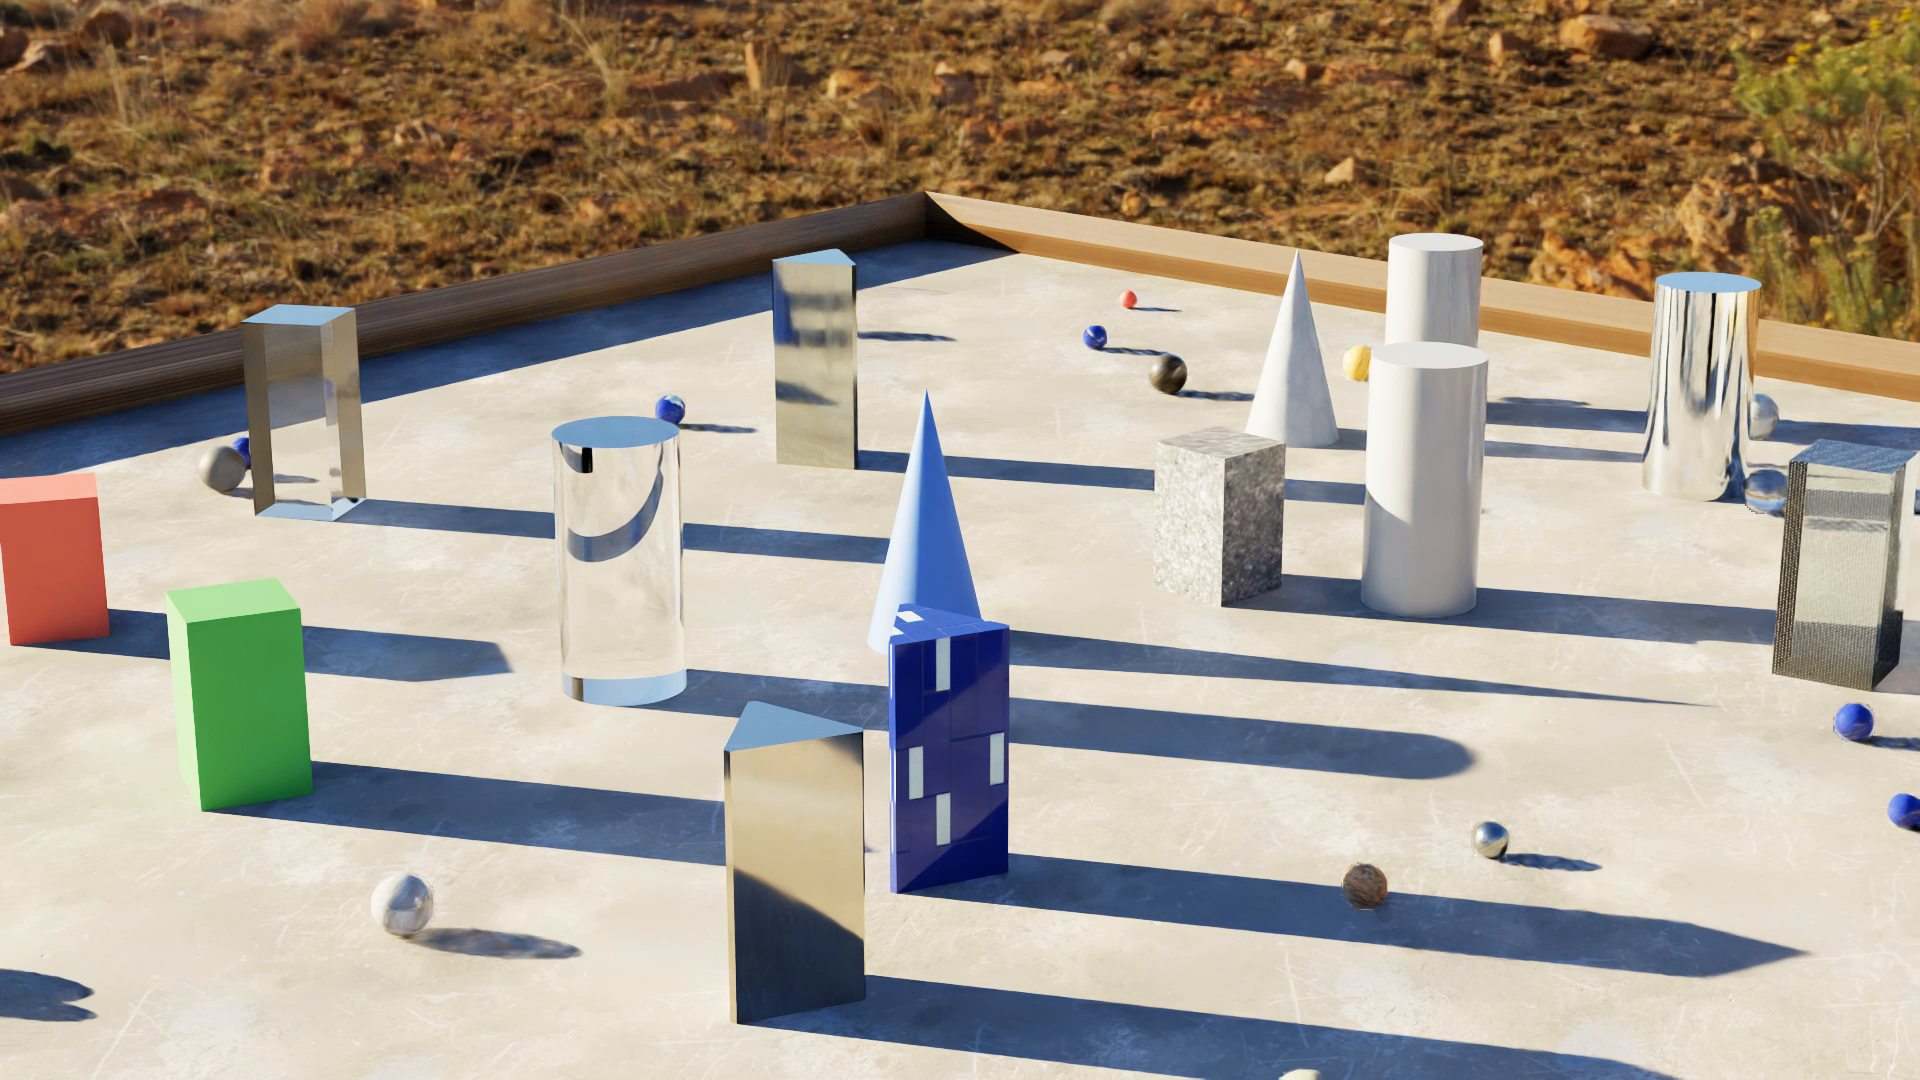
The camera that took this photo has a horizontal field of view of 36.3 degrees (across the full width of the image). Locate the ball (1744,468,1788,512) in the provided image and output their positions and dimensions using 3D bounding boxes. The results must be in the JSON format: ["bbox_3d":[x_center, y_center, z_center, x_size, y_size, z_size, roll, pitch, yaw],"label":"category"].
[{"bbox_3d":[1.546,-0.096,5.616,0.087,0.087,0.087,0,17,0],"label":"ball"}]

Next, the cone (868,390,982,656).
[{"bbox_3d":[-0.055,-0.041,4.837,0.200,0.436,0.200,0,17,0],"label":"cone"}]

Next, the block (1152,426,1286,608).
[{"bbox_3d":[0.454,-0.043,5.140,0.160,0.265,0.160,-15,22,-41],"label":"block"}]

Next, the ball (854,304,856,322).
[{"bbox_3d":[-0.300,-0.551,7.112,0.100,0.100,0.100,0,17,0],"label":"ball"}]

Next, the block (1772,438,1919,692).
[{"bbox_3d":[1.421,0.038,4.709,0.160,0.358,0.160,10,20,31],"label":"block"}]

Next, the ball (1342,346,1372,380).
[{"bbox_3d":[0.908,-0.402,6.654,0.079,0.079,0.079,0,17,0],"label":"ball"}]

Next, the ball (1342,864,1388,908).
[{"bbox_3d":[0.532,0.454,3.847,0.059,0.059,0.059,0,17,0],"label":"ball"}]

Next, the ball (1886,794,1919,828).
[{"bbox_3d":[1.325,0.380,4.111,0.049,0.049,0.049,0,17,0],"label":"ball"}]

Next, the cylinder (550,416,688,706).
[{"bbox_3d":[-0.536,0.031,4.628,0.200,0.418,0.200,0,17,0],"label":"cylinder"}]

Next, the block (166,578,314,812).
[{"bbox_3d":[-1.041,0.221,4.233,0.160,0.283,0.160,-8,18,-24],"label":"block"}]

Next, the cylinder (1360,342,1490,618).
[{"bbox_3d":[0.799,-0.105,5.047,0.200,0.438,0.200,0,17,0],"label":"cylinder"}]

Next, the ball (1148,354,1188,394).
[{"bbox_3d":[0.465,-0.371,6.535,0.089,0.089,0.089,0,17,0],"label":"ball"}]

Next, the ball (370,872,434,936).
[{"bbox_3d":[-0.715,0.468,3.762,0.081,0.081,0.081,0,17,0],"label":"ball"}]

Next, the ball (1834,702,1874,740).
[{"bbox_3d":[1.355,0.275,4.442,0.058,0.058,0.058,0,17,0],"label":"ball"}]

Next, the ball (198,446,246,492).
[{"bbox_3d":[-1.450,-0.140,5.763,0.092,0.092,0.092,0,17,0],"label":"ball"}]

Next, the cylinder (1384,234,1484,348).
[{"bbox_3d":[1.023,-0.463,6.353,0.200,0.370,0.200,0,17,0],"label":"cylinder"}]

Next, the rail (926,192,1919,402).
[{"bbox_3d":[1.579,-0.492,6.861,4.485,0.130,0.045,14,22,39],"label":"rail"}]

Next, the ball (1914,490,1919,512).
[{"bbox_3d":[1.828,-0.076,5.627,0.047,0.047,0.047,0,17,0],"label":"ball"}]

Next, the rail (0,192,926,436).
[{"bbox_3d":[-1.676,-0.387,6.513,0.045,0.130,4.865,14,22,39],"label":"rail"}]

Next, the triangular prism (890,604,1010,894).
[{"bbox_3d":[-0.044,0.272,3.948,0.173,0.349,0.150,-8,18,-25],"label":"triangular prism"}]

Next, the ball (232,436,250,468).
[{"bbox_3d":[-1.446,-0.179,5.943,0.063,0.063,0.063,0,17,0],"label":"ball"}]

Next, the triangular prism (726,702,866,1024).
[{"bbox_3d":[-0.224,0.384,3.574,0.173,0.350,0.150,-7,18,-23],"label":"triangular prism"}]

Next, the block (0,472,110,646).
[{"bbox_3d":[-1.526,0.030,4.935,0.160,0.244,0.160,-5,18,-17],"label":"block"}]

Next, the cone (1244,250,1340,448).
[{"bbox_3d":[0.700,-0.413,6.130,0.200,0.403,0.200,0,17,0],"label":"cone"}]

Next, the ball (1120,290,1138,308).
[{"bbox_3d":[0.424,-0.607,7.394,0.045,0.045,0.045,0,17,0],"label":"ball"}]

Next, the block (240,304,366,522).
[{"bbox_3d":[-1.254,-0.245,5.612,0.160,0.380,0.160,4,17,12],"label":"block"}]

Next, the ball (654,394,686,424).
[{"bbox_3d":[-0.618,-0.277,6.261,0.067,0.067,0.067,0,17,0],"label":"ball"}]

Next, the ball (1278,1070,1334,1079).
[{"bbox_3d":[0.380,0.627,3.209,0.095,0.095,0.095,0,17,0],"label":"ball"}]

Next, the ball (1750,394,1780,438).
[{"bbox_3d":[1.675,-0.261,6.162,0.094,0.094,0.094,0,17,0],"label":"ball"}]

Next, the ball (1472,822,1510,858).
[{"bbox_3d":[0.726,0.410,4.008,0.050,0.050,0.050,0,17,0],"label":"ball"}]

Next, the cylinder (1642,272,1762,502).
[{"bbox_3d":[1.451,-0.302,5.743,0.200,0.413,0.200,0,17,0],"label":"cylinder"}]

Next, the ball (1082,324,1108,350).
[{"bbox_3d":[0.321,-0.481,6.949,0.060,0.060,0.060,0,17,0],"label":"ball"}]

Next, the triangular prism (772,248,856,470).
[{"bbox_3d":[-0.272,-0.371,5.962,0.173,0.420,0.150,5,17,15],"label":"triangular prism"}]
